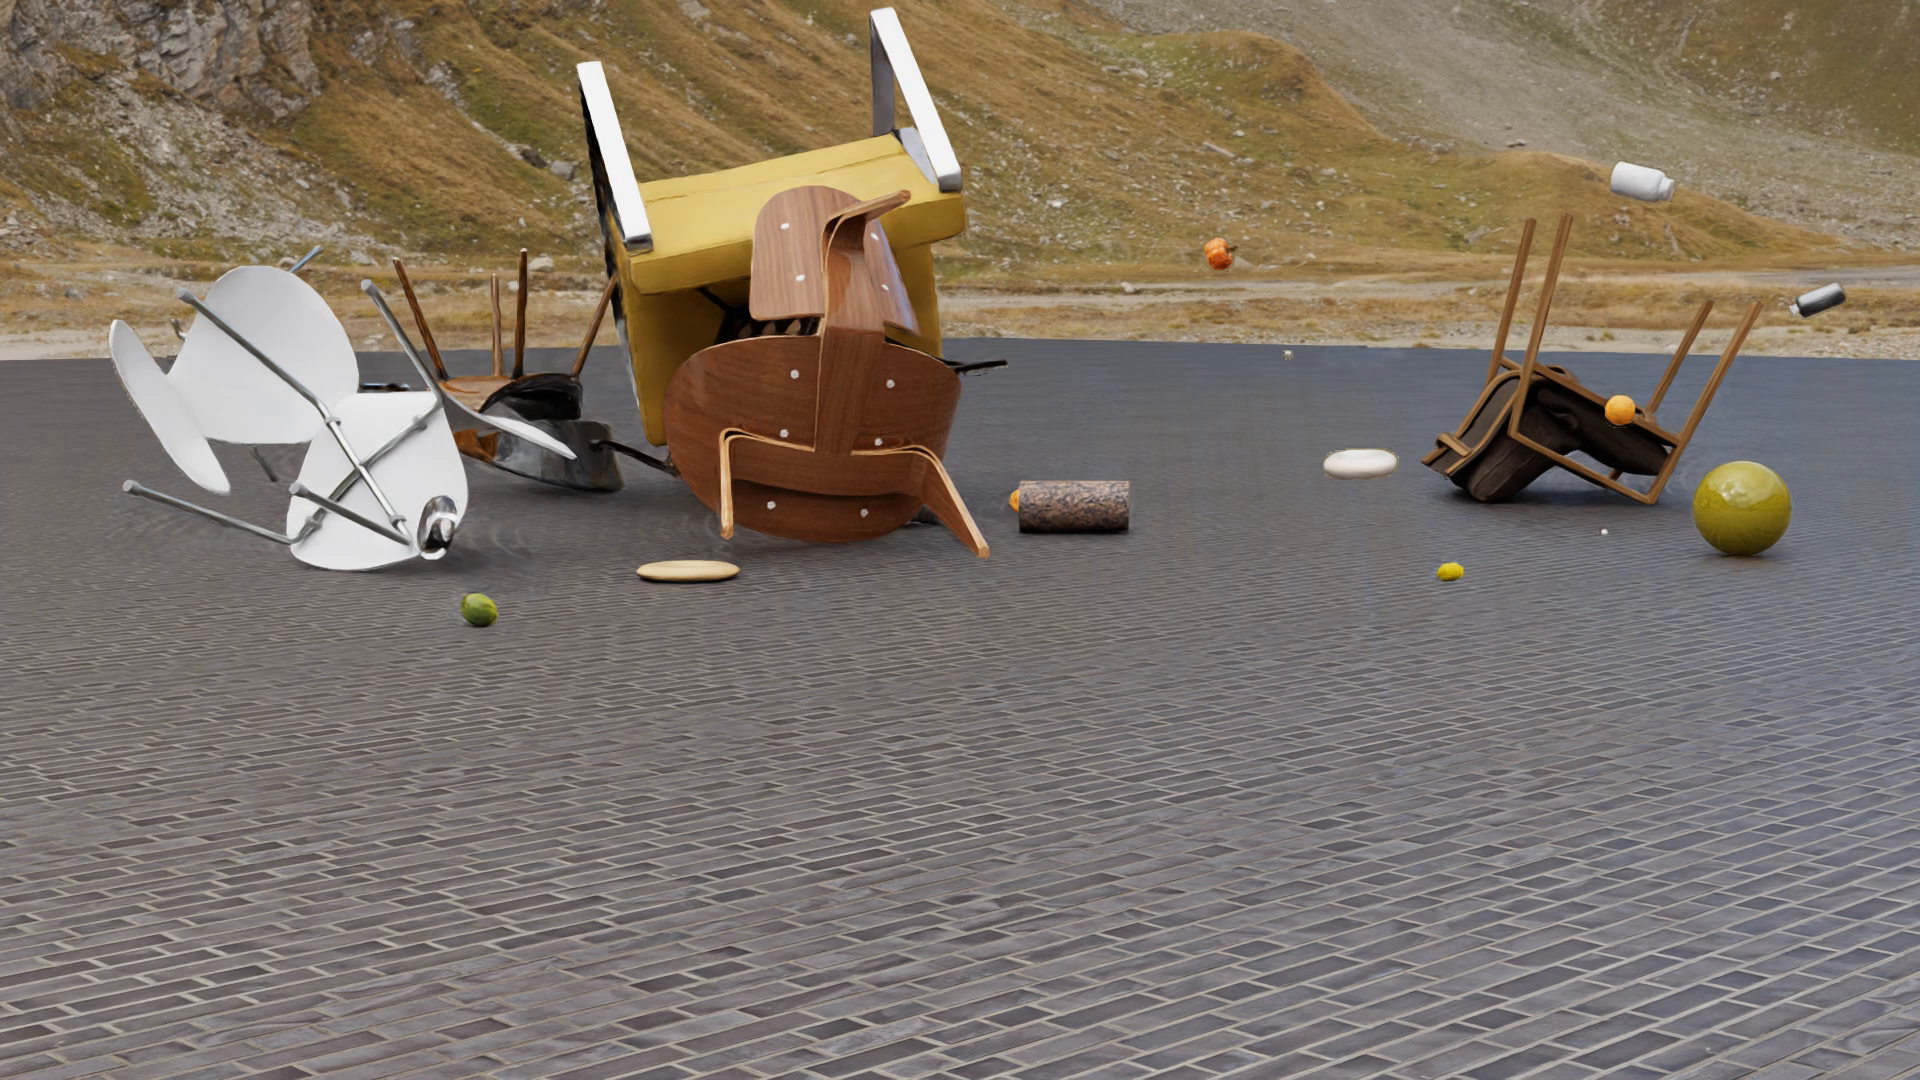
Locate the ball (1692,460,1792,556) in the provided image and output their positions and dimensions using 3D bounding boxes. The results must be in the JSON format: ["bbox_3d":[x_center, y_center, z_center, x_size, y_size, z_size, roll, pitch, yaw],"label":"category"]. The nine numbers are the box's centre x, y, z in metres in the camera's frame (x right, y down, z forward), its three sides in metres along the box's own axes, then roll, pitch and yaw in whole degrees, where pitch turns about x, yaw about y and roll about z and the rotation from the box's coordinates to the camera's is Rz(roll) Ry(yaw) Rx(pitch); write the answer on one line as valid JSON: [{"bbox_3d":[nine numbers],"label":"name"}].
[{"bbox_3d":[1.842,-0.075,6.041,0.225,0.225,0.225,0,6,0],"label":"ball"}]

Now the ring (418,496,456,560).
[{"bbox_3d":[-1.100,-0.026,5.394,0.050,0.133,0.150,10,-40,-28],"label":"ring"}]

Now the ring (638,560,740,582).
[{"bbox_3d":[-0.593,0.068,5.598,0.227,0.032,0.216,-3,6,-28],"label":"ring"}]

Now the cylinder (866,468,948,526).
[{"bbox_3d":[-0.138,-0.114,6.746,0.180,0.111,0.172,11,21,-19],"label":"cylinder"}]

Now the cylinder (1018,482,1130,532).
[{"bbox_3d":[0.295,-0.086,6.606,0.279,0.129,0.145,1,17,5],"label":"cylinder"}]

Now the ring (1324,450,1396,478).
[{"bbox_3d":[1.171,-0.224,7.505,0.211,0.056,0.298,-5,9,1],"label":"ring"}]
